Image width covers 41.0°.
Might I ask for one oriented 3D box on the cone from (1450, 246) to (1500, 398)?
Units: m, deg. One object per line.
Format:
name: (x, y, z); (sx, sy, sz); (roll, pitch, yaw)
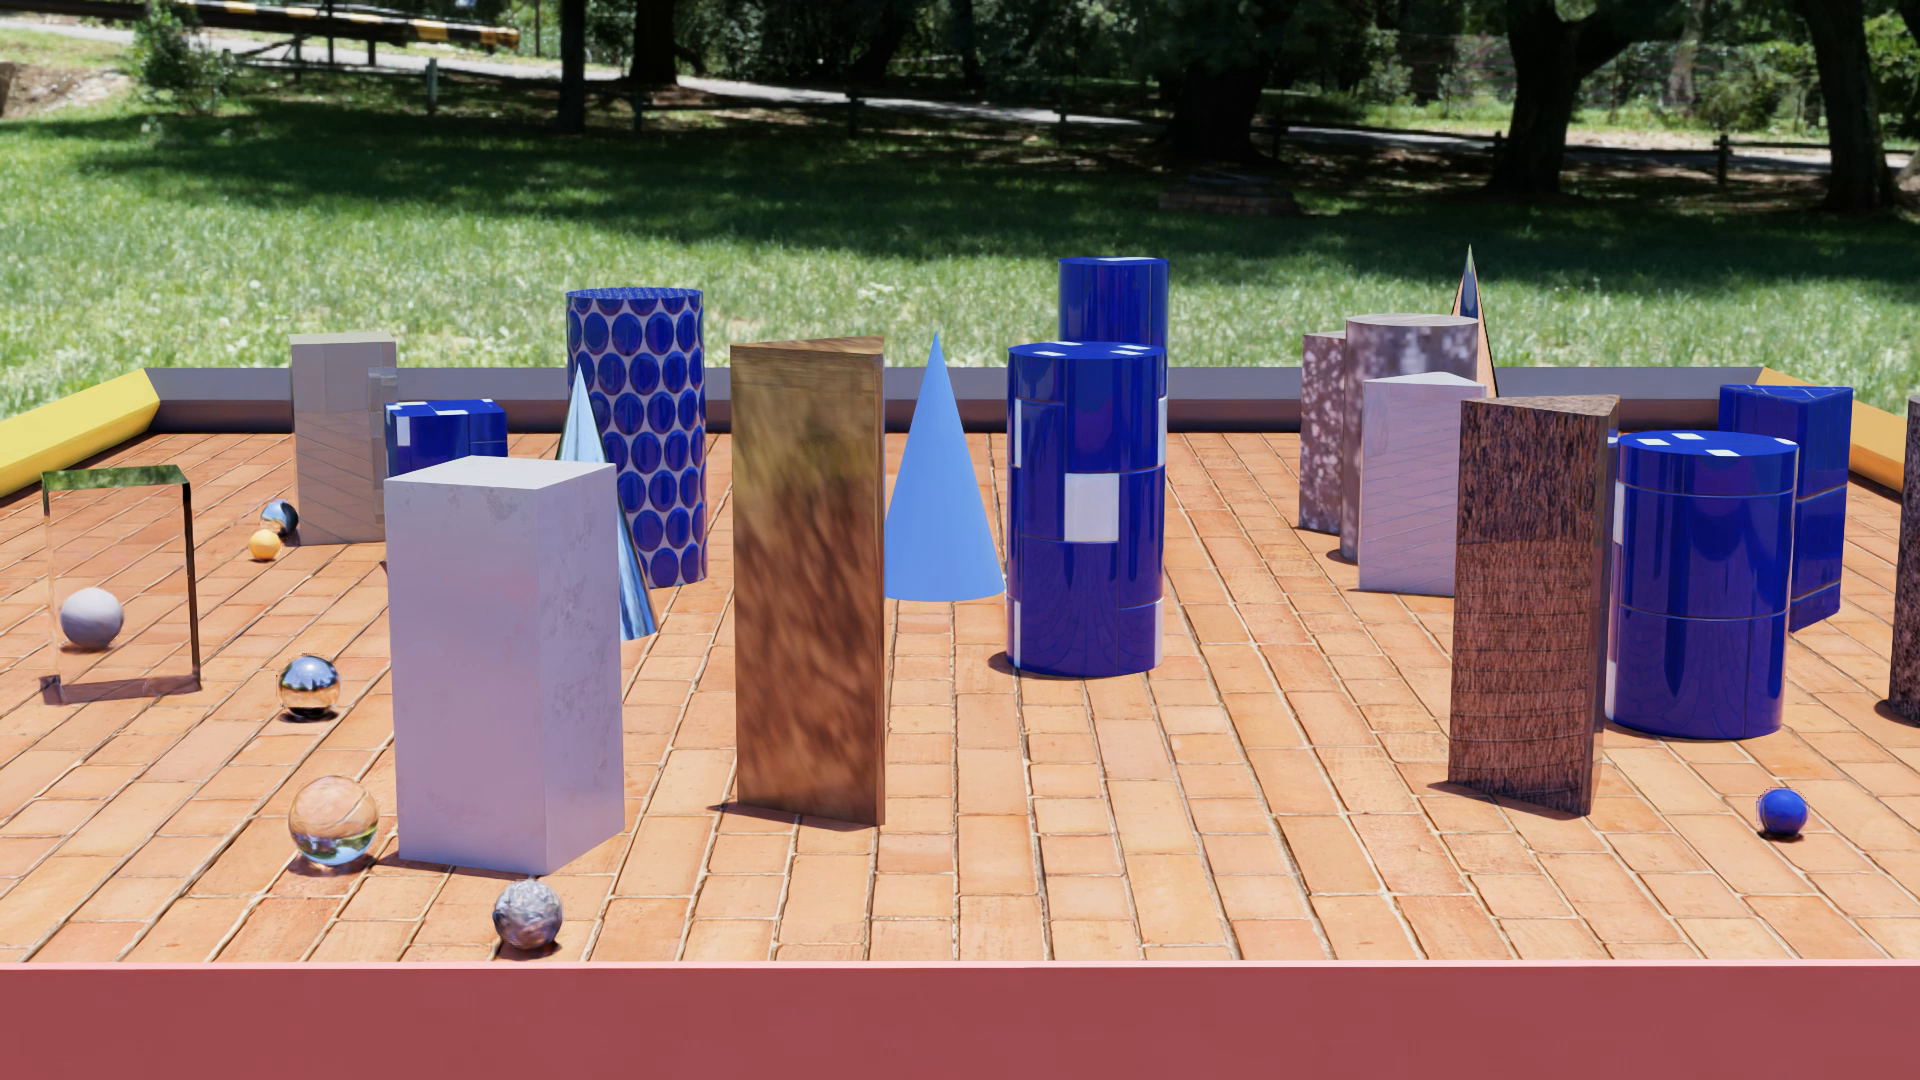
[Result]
cone: (0.853, -0.285, 4.330); (0.194, 0.431, 0.194); (0, 11, 0)

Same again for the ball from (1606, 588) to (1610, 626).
ball: (0.856, 0.088, 3.295); (0.068, 0.068, 0.068); (0, 11, 0)

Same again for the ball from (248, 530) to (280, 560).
ball: (-1.033, 0.007, 3.811); (0.045, 0.045, 0.045); (0, 11, 0)

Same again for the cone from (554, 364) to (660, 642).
cone: (-0.488, -0.056, 3.320); (0.194, 0.348, 0.194); (0, 11, 0)

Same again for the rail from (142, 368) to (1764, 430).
rail: (-0.010, -0.279, 5.128); (3.252, 0.126, 0.045); (0, 11, 0)

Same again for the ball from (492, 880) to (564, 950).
ball: (-0.359, 0.312, 2.135); (0.058, 0.058, 0.058); (0, 11, 0)

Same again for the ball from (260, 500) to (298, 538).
ball: (-1.053, -0.032, 3.968); (0.057, 0.057, 0.057); (0, 11, 0)

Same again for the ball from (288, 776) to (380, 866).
ball: (-0.576, 0.258, 2.361); (0.082, 0.082, 0.082); (0, 11, 0)

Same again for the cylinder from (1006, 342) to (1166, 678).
cylinder: (0.154, -0.041, 3.144); (0.194, 0.384, 0.194); (0, 11, 0)

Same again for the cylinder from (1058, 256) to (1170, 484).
cylinder: (0.267, -0.295, 4.498); (0.194, 0.388, 0.194); (0, 11, 0)

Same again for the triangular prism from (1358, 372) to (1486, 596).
triangular prism: (0.662, -0.083, 3.616); (0.168, 0.294, 0.145); (4, 11, 20)

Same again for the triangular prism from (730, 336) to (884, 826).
triangular prism: (-0.114, 0.032, 2.544); (0.168, 0.458, 0.145); (6, 12, 28)

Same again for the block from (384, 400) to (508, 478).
block: (-0.748, -0.077, 3.743); (0.155, 0.235, 0.155); (-4, 11, -19)

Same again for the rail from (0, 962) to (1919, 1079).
rail: (0.010, 0.344, 1.770); (3.252, 0.126, 0.045); (0, 11, 0)

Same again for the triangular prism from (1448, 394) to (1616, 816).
triangular prism: (0.612, 0.056, 2.590); (0.145, 0.395, 0.168); (-9, 14, -41)

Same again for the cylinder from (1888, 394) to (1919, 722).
cylinder: (1.160, 0.021, 2.891); (0.194, 0.355, 0.194); (0, 11, 0)

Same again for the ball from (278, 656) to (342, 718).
ball: (-0.734, 0.165, 2.896); (0.069, 0.069, 0.069); (0, 11, 0)

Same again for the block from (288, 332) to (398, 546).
block: (-0.957, -0.161, 3.994); (0.155, 0.309, 0.155); (-3, 11, -16)

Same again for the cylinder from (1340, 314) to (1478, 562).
cylinder: (0.668, -0.152, 3.822); (0.194, 0.354, 0.194); (0, 11, 0)

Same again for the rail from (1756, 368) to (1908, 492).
rail: (1.602, 0.031, 3.458); (0.045, 0.126, 3.463); (0, 11, 0)

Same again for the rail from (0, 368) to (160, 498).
rail: (-1.602, 0.034, 3.440); (0.045, 0.126, 3.463); (0, 11, 0)

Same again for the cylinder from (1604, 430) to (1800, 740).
cylinder: (0.826, 0.047, 2.865); (0.194, 0.314, 0.194); (0, 11, 0)

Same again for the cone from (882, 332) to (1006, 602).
cone: (-0.033, -0.112, 3.578); (0.194, 0.364, 0.194); (0, 11, 0)

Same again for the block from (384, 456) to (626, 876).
block: (-0.422, 0.112, 2.395); (0.155, 0.356, 0.155); (4, 11, 19)

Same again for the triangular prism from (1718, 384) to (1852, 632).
triangular prism: (1.073, -0.050, 3.409); (0.145, 0.304, 0.168); (8, 13, 38)

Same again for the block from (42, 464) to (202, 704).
block: (-0.992, 0.049, 3.033); (0.155, 0.248, 0.155); (-4, 11, -22)

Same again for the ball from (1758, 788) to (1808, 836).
ball: (0.785, 0.260, 2.449); (0.046, 0.046, 0.046); (0, 11, 0)

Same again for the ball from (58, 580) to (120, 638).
ball: (-1.116, 0.089, 3.288); (0.076, 0.076, 0.076); (0, 11, 0)

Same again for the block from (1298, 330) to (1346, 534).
block: (0.649, -0.171, 4.056); (0.155, 0.307, 0.155); (-9, 14, -40)

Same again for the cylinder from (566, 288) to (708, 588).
cylinder: (-0.460, -0.149, 3.659); (0.194, 0.407, 0.194); (0, 11, 0)
